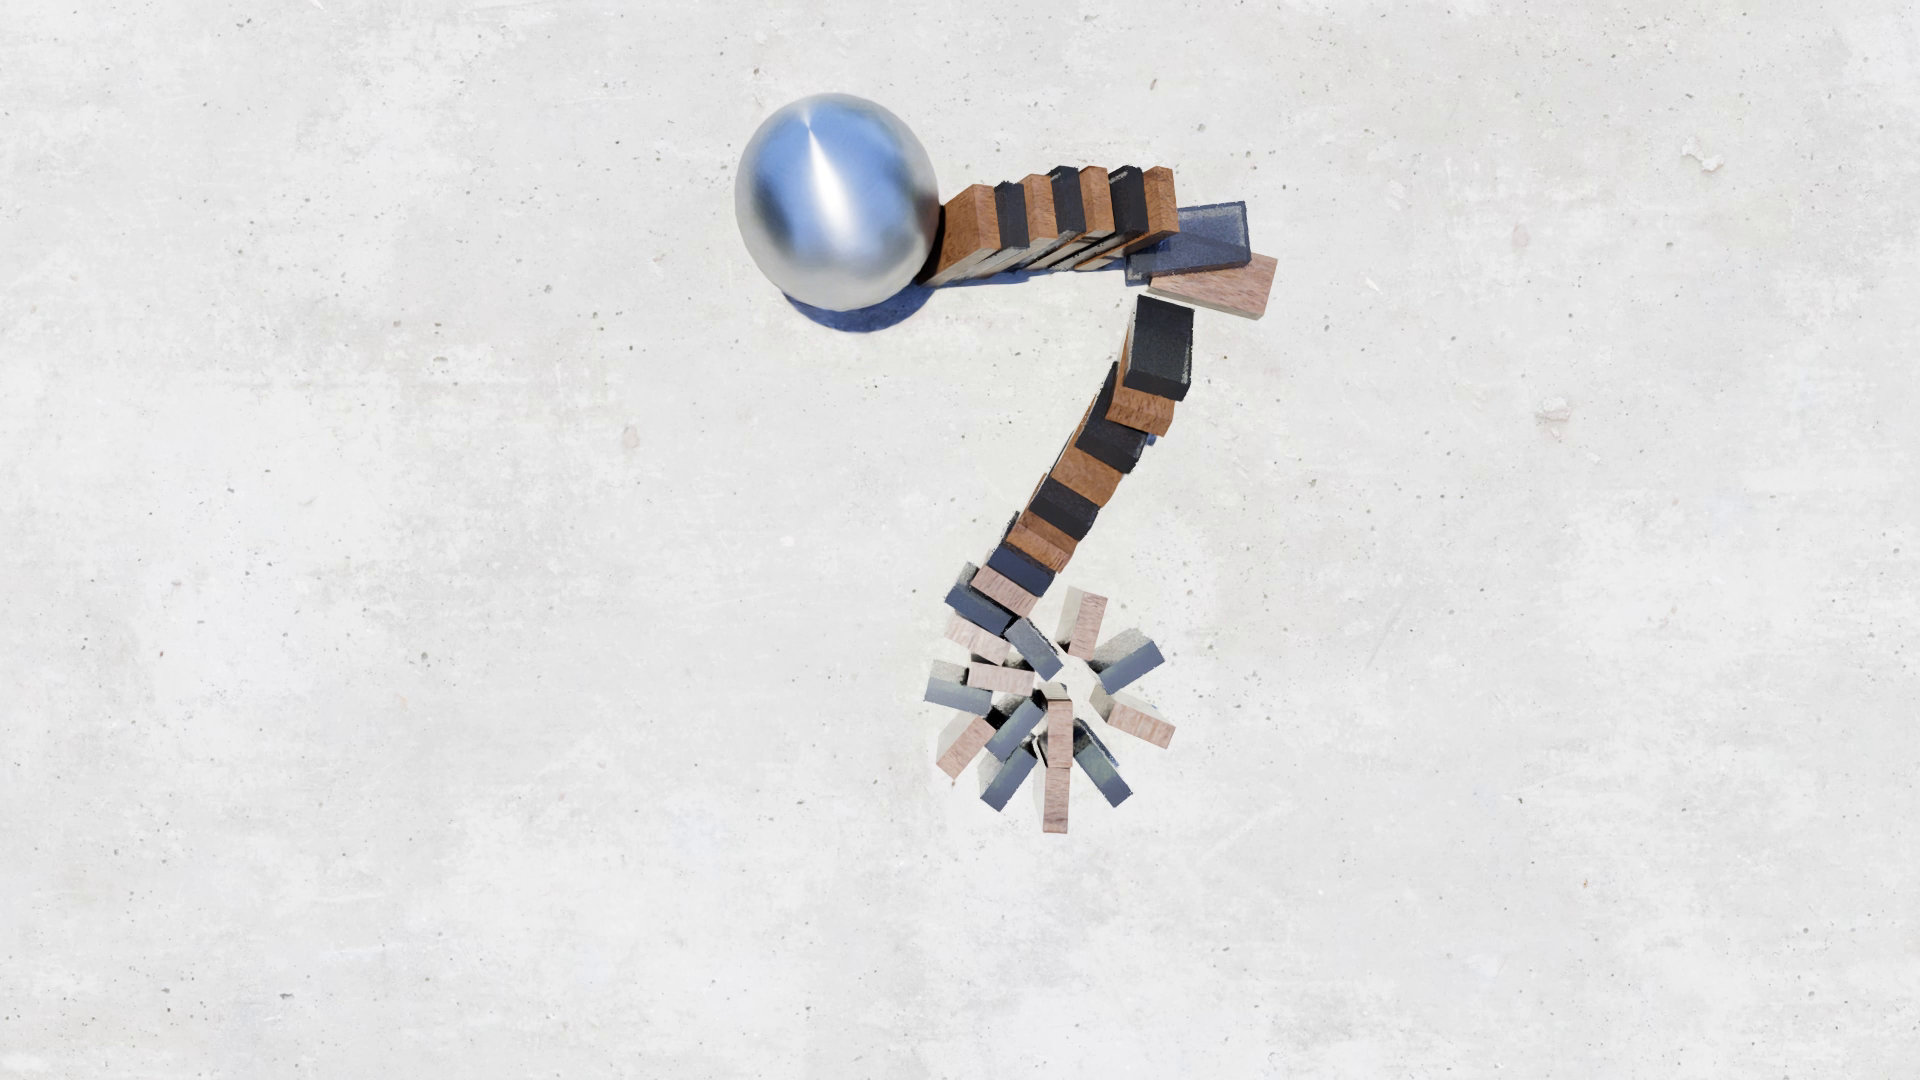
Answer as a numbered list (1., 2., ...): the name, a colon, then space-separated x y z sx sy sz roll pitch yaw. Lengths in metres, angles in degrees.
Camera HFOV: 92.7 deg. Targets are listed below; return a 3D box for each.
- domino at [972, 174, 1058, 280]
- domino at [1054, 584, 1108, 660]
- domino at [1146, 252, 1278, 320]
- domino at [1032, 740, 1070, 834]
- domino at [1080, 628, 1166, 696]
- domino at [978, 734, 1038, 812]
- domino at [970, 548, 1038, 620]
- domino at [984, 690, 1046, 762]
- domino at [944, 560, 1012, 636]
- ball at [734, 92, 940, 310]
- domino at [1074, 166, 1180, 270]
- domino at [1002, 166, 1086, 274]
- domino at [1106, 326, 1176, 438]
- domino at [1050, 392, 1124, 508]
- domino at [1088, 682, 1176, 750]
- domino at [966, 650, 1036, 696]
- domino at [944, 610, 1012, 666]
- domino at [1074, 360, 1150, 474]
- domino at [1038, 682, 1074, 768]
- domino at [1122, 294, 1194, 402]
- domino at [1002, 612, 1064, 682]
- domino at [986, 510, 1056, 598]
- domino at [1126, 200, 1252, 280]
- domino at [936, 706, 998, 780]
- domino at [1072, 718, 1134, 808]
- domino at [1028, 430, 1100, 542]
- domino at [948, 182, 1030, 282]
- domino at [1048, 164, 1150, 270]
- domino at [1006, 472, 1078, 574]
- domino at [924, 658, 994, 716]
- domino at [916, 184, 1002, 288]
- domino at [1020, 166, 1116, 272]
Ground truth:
1. domino: 0.020 -0.128 0.376 0.010 0.050 0.025 -7 90 -32
2. domino: 0.049 0.033 0.375 0.009 0.050 0.025 15 90 0
3. domino: 0.108 -0.114 0.395 0.050 0.010 0.025 14 90 0
4. domino: 0.037 0.100 0.375 0.009 0.050 0.025 3 90 0
5. domino: 0.066 0.049 0.375 0.025 0.050 0.010 -32 90 0
6. domino: 0.019 0.092 0.375 0.009 0.050 0.025 36 90 0
7. domino: 0.019 0.017 0.375 0.025 0.050 0.009 32 98 0
8. domino: 0.021 0.073 0.375 0.010 0.050 0.025 42 90 0
9. domino: 0.009 0.023 0.375 0.025 0.050 0.010 33 100 0
10. ball: -0.048 -0.131 0.360 0.080 0.080 0.080 0 90 0
11. domino: 0.066 -0.131 0.377 0.010 0.050 0.025 -6 90 -36
12. domino: 0.031 -0.130 0.376 0.010 0.050 0.025 -7 89 -32
13. domino: 0.077 -0.066 0.381 0.025 0.009 0.050 18 51 0
14. domino: 0.058 -0.038 0.380 0.025 0.009 0.050 31 49 0
15. domino: 0.069 0.071 0.375 0.025 0.050 0.009 23 90 0
16. domino: 0.016 0.053 0.375 0.025 0.050 0.010 9 91 0
17. domino: 0.007 0.038 0.375 0.025 0.050 0.009 28 91 0
18. domino: 0.067 -0.052 0.380 0.025 0.010 0.050 28 50 0
19. domino: 0.038 0.074 0.375 0.009 0.050 0.025 0 90 0
20. domino: 0.083 -0.080 0.380 0.025 0.010 0.050 15 51 -2
21. domino: 0.028 0.041 0.375 0.009 0.050 0.025 -41 92 1
22. domino: 0.028 0.005 0.375 0.025 0.050 0.009 32 110 0
23. domino: 0.095 -0.126 0.386 0.050 0.010 0.025 -6 90 0
24. domino: 0.002 0.079 0.375 0.010 0.050 0.025 41 90 0
25. domino: 0.055 0.090 0.375 0.009 0.050 0.025 -39 90 0
26. domino: 0.048 -0.023 0.379 0.025 0.050 0.010 32 134 0
27. domino: 0.009 -0.125 0.376 0.009 0.050 0.025 -7 92 -32
28. domino: 0.055 -0.131 0.377 0.009 0.050 0.025 -7 90 -36
29. domino: 0.038 -0.008 0.376 0.025 0.050 0.010 32 122 0
30. domino: -0.001 0.060 0.375 0.025 0.050 0.010 14 90 0
31. domino: -0.003 -0.124 0.376 0.009 0.050 0.025 -7 90 -32
32. domino: 0.042 -0.131 0.376 0.009 0.050 0.025 -7 90 -32
